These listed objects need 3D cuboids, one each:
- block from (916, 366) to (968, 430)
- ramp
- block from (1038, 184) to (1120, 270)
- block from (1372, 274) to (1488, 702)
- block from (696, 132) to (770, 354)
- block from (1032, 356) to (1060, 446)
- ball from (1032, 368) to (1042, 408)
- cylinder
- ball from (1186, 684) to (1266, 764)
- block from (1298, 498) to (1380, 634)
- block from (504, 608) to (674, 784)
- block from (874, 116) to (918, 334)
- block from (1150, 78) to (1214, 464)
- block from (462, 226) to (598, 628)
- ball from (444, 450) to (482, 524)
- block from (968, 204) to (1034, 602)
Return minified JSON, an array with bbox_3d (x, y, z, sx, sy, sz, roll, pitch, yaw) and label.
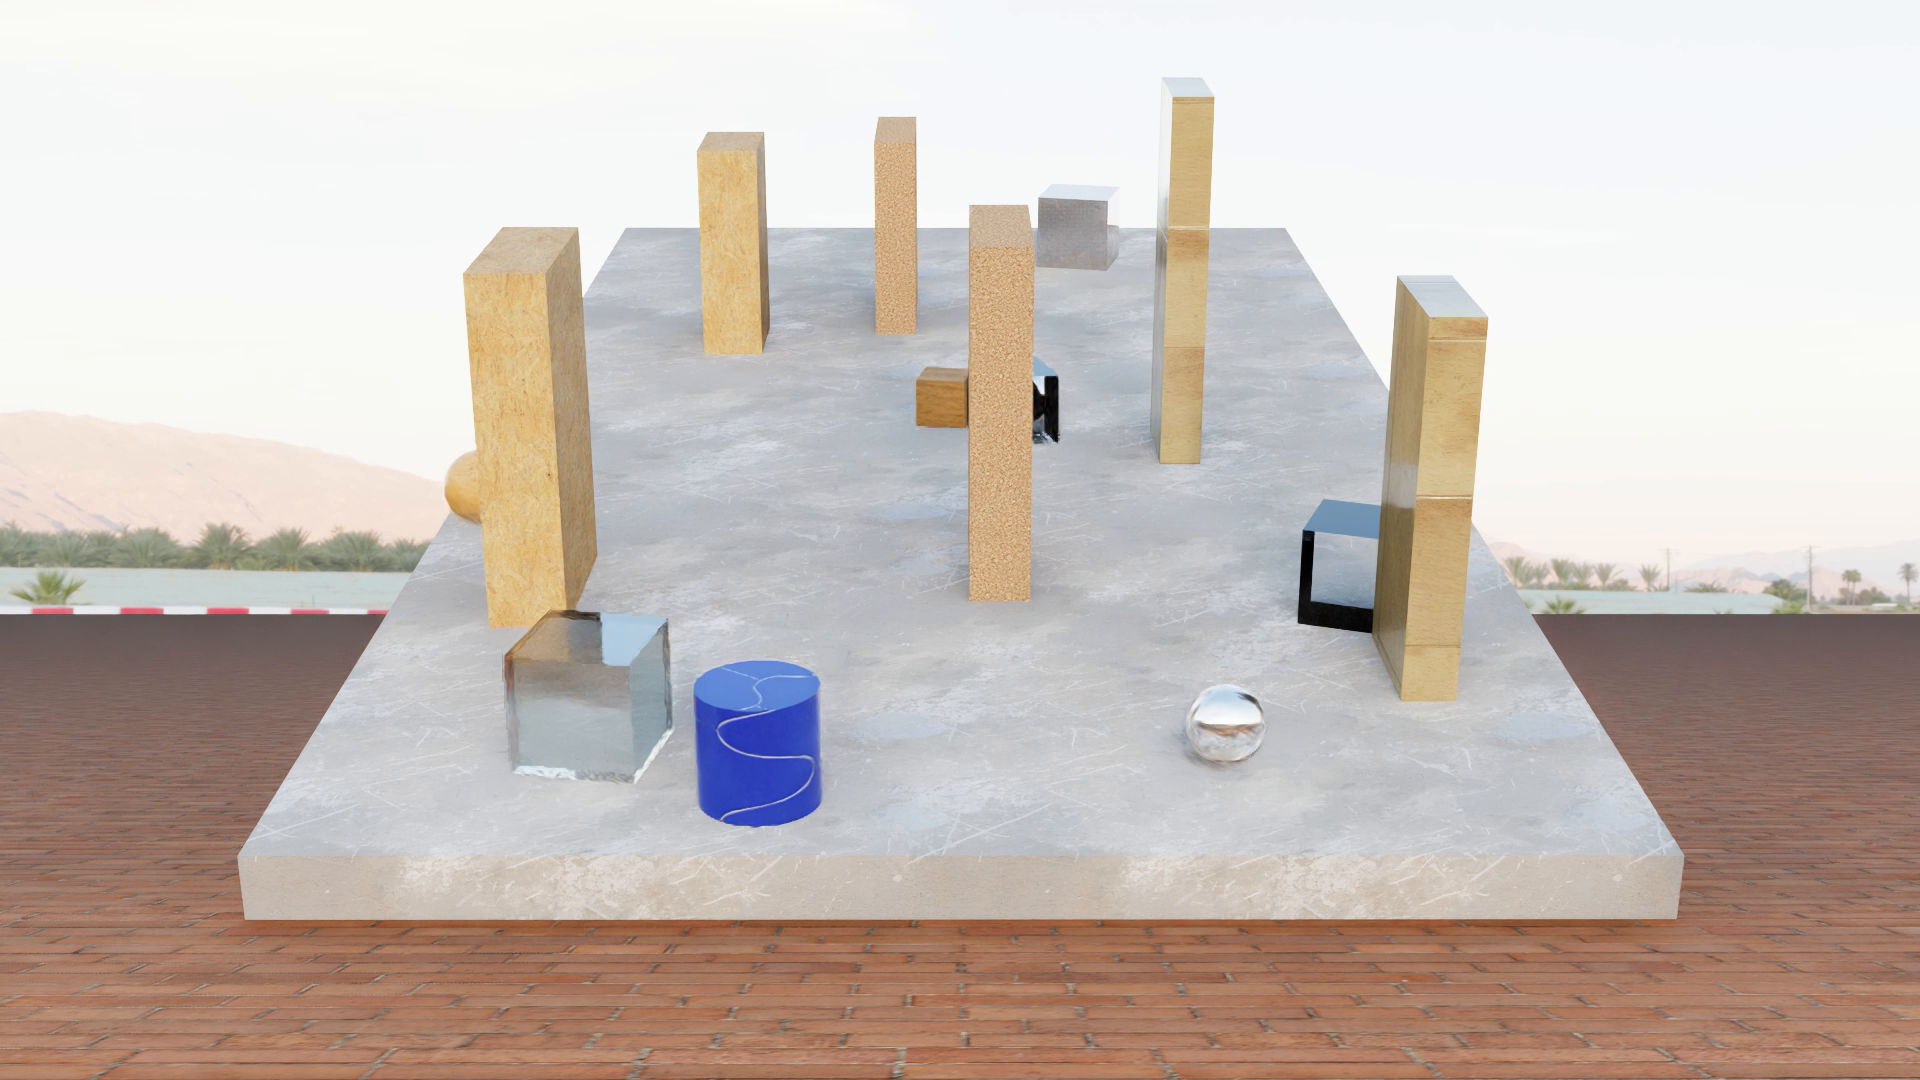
[{"bbox_3d":[-0.033,-0.315,5.018,0.107,0.107,0.107,4,21,10],"label":"block"},{"bbox_3d":[-0.005,-0.209,5.031,2.000,0.100,4.000,0,20,0],"label":"ramp"},{"bbox_3d":[0.337,-0.889,6.444,0.199,0.199,0.199,5,21,13],"label":"block"},{"bbox_3d":[0.748,-0.084,3.641,0.089,0.631,0.266,0,20,0],"label":"block"},{"bbox_3d":[-0.554,-0.732,5.583,0.141,0.498,0.261,0,20,0],"label":"block"},{"bbox_3d":[0.115,-0.296,4.900,0.154,0.154,0.154,-6,21,-16],"label":"block"},{"bbox_3d":[0.114,-0.339,5.045,0.135,0.135,0.135,0,-2,0],"label":"ball"},{"bbox_3d":[-0.290,0.291,3.270,0.180,0.180,0.180,0,20,0],"label":"cylinder"},{"bbox_3d":[0.398,0.276,3.402,0.120,0.120,0.120,0,-2,0],"label":"ball"},{"bbox_3d":[0.695,0.046,3.949,0.172,0.172,0.172,7,21,19],"label":"block"},{"bbox_3d":[-0.554,0.233,3.413,0.190,0.190,0.190,4,21,10],"label":"block"},{"bbox_3d":[-0.162,-0.812,5.820,0.100,0.483,0.377,0,20,0],"label":"block"},{"bbox_3d":[0.461,-0.560,4.736,0.084,0.765,0.250,0,20,0],"label":"block"},{"bbox_3d":[-0.742,-0.202,3.964,0.134,0.623,0.353,0,20,0],"label":"block"},{"bbox_3d":[-0.925,-0.103,4.389,0.143,0.143,0.143,0,-2,0],"label":"ball"},{"bbox_3d":[0.070,-0.251,4.076,0.107,0.639,0.342,0,20,0],"label":"block"}]
